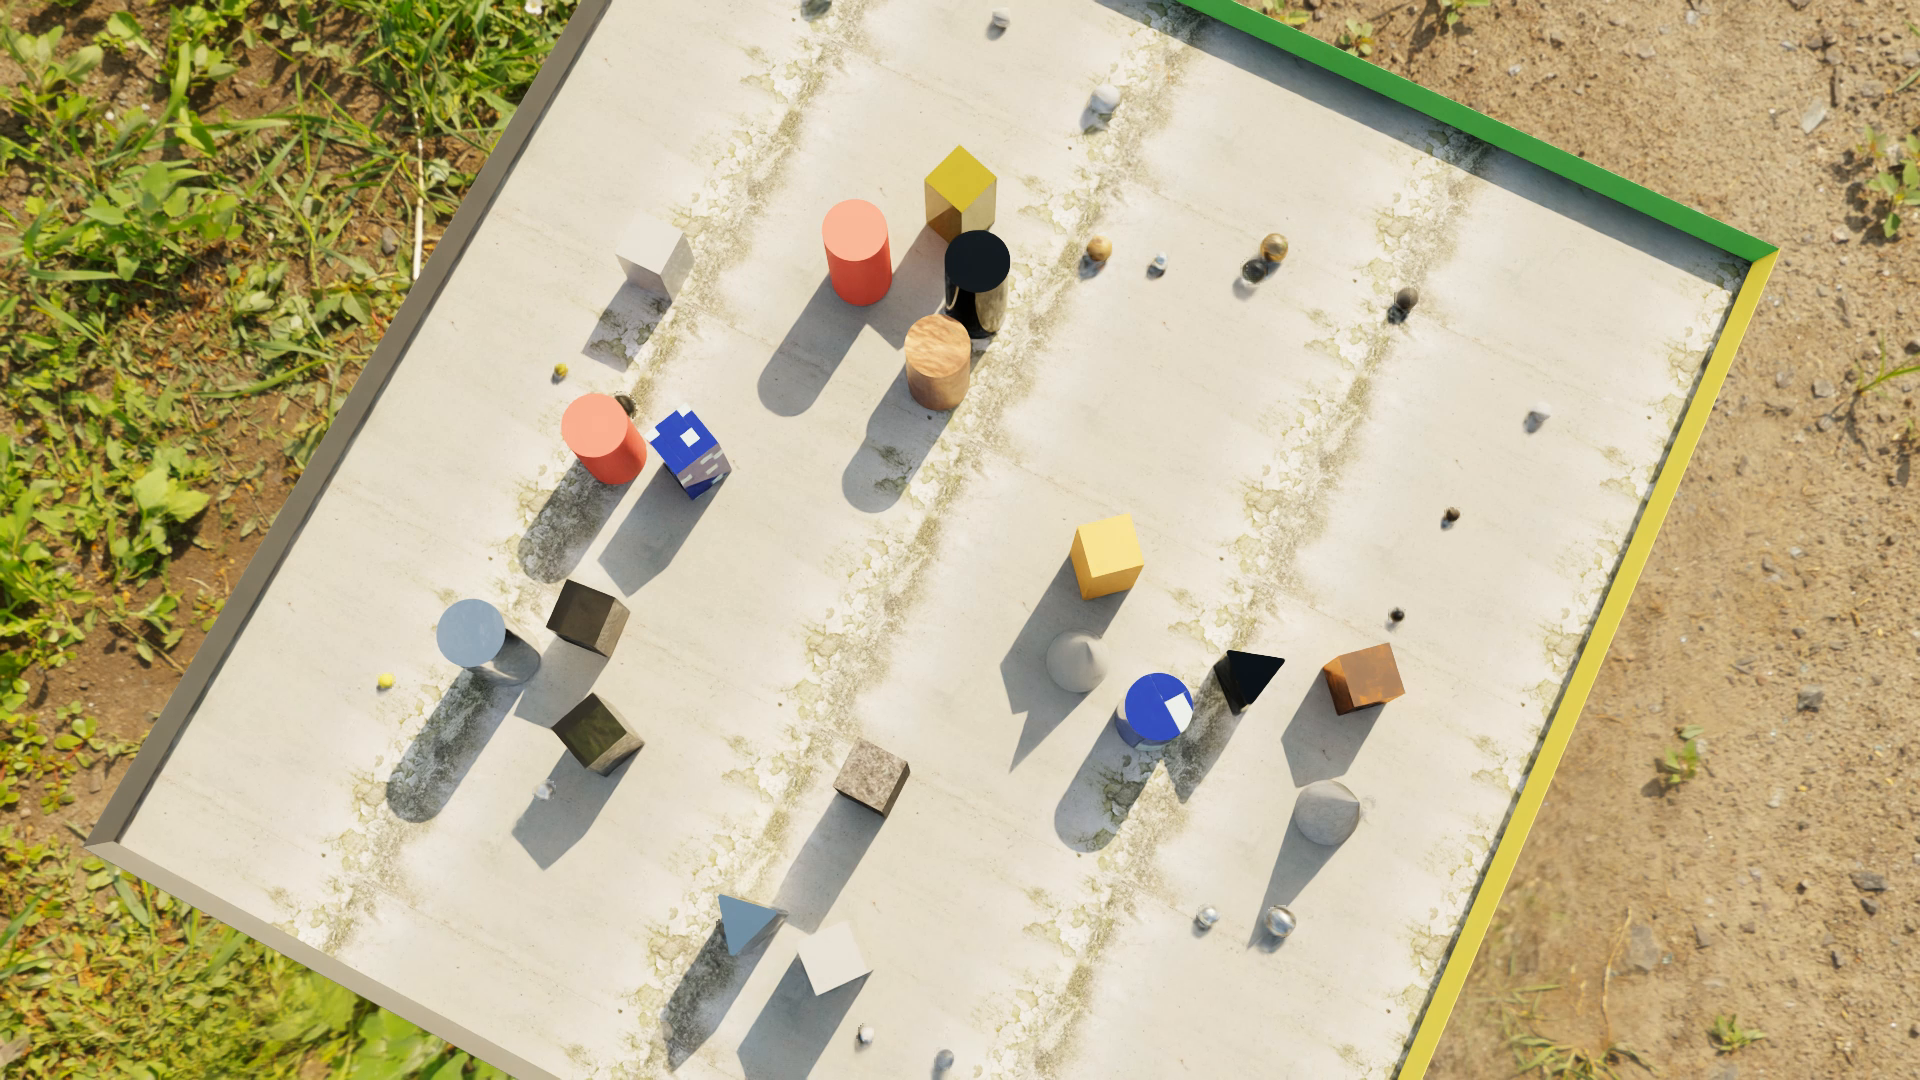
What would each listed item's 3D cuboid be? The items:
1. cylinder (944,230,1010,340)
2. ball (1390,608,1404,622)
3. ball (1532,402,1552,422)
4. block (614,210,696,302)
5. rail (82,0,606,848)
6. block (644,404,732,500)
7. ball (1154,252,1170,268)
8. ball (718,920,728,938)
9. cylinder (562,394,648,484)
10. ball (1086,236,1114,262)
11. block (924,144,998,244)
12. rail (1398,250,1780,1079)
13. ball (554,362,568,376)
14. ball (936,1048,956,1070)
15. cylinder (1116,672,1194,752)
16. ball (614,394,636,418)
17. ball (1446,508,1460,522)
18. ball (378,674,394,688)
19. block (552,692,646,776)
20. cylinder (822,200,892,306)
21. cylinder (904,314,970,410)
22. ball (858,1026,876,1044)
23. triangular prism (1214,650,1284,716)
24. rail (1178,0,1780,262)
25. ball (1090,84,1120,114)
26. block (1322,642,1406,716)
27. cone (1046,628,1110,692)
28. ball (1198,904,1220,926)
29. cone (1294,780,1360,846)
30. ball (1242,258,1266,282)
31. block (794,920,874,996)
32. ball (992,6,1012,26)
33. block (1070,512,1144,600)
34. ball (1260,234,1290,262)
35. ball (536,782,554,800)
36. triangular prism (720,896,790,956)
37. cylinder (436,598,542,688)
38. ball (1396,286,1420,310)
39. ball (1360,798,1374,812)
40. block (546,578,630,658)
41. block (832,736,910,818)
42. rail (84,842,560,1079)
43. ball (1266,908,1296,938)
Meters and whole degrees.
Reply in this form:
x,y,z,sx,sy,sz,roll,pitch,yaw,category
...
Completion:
x,y,z,sx,sy,sz,roll,pitch,yaw,category
0.051,-0.768,5.552,0.194,0.437,0.194,0,78,0,cylinder
1.325,0.227,5.548,0.043,0.043,0.043,0,78,0,ball
1.798,-0.397,5.668,0.059,0.059,0.059,0,78,0,ball
-0.939,-0.874,5.665,0.155,0.258,0.155,26,79,5,block
-1.647,-0.800,5.717,0.045,0.126,3.911,26,80,5,rail
-0.812,-0.260,5.498,0.155,0.337,0.155,-39,81,-7,block
0.635,-0.882,5.771,0.054,0.054,0.054,0,78,0,ball
-0.676,1.133,5.349,0.059,0.059,0.059,0,78,0,ball
-1.065,-0.300,5.504,0.194,0.342,0.194,0,78,0,cylinder
0.440,-0.917,5.764,0.082,0.082,0.082,0,78,0,ball
0.002,-1.045,5.653,0.155,0.353,0.155,43,81,8,block
1.647,0.813,5.383,0.045,0.126,3.911,26,80,5,rail
-1.242,-0.531,5.705,0.042,0.042,0.042,0,78,0,ball
-0.042,1.495,5.278,0.057,0.057,0.057,0,78,0,ball
0.562,0.504,5.343,0.194,0.332,0.194,0,78,0,cylinder
-1.044,-0.409,5.657,0.083,0.083,0.083,0,78,0,ball
1.509,-0.077,5.611,0.043,0.043,0.043,0,78,0,ball
-1.726,0.422,5.507,0.044,0.044,0.044,0,78,0,ball
-1.051,0.570,5.342,0.155,0.307,0.155,-41,81,-8,block
-0.310,-0.873,5.593,0.194,0.400,0.194,0,78,0,cylinder
-0.066,-0.533,5.543,0.194,0.360,0.194,0,78,0,cylinder
-0.269,1.430,5.296,0.048,0.048,0.048,0,78,0,ball
0.822,0.391,5.387,0.145,0.291,0.168,38,81,7,triangular prism
0.864,-1.685,5.900,3.730,0.126,0.045,26,80,5,rail
0.464,-1.412,5.859,0.096,0.096,0.096,0,78,0,ball
1.190,0.413,5.409,0.155,0.239,0.155,-15,79,-3,block
0.358,0.325,5.353,0.194,0.384,0.194,0,78,0,cone
0.729,1.098,5.358,0.061,0.061,0.061,0,78,0,ball
1.092,0.763,5.224,0.194,0.460,0.194,0,78,0,cone
0.924,-0.845,5.753,0.076,0.076,0.076,0,78,0,ball
-0.353,1.180,5.196,0.155,0.345,0.155,-23,79,-5,block
0.135,-1.695,5.935,0.063,0.063,0.063,0,78,0,ball
0.430,0.053,5.409,0.155,0.385,0.155,-14,79,-3,block
0.988,-0.919,5.760,0.091,0.091,0.091,0,78,0,ball
-1.232,0.743,5.434,0.055,0.055,0.055,0,78,0,ball
-0.613,1.065,5.207,0.168,0.370,0.145,-43,81,-8,triangular prism
-1.363,0.304,5.325,0.194,0.447,0.194,0,78,0,cylinder
1.401,-0.758,5.737,0.071,0.071,0.071,0,78,0,ball
1.205,0.784,5.427,0.043,0.043,0.043,0,78,0,ball
-1.101,0.236,5.439,0.155,0.251,0.155,21,79,4,block
-0.251,0.688,5.281,0.155,0.379,0.155,27,80,5,block
-0.864,1.699,5.200,3.730,0.126,0.045,26,80,5,rail
0.937,1.115,5.342,0.085,0.085,0.085,0,78,0,ball
